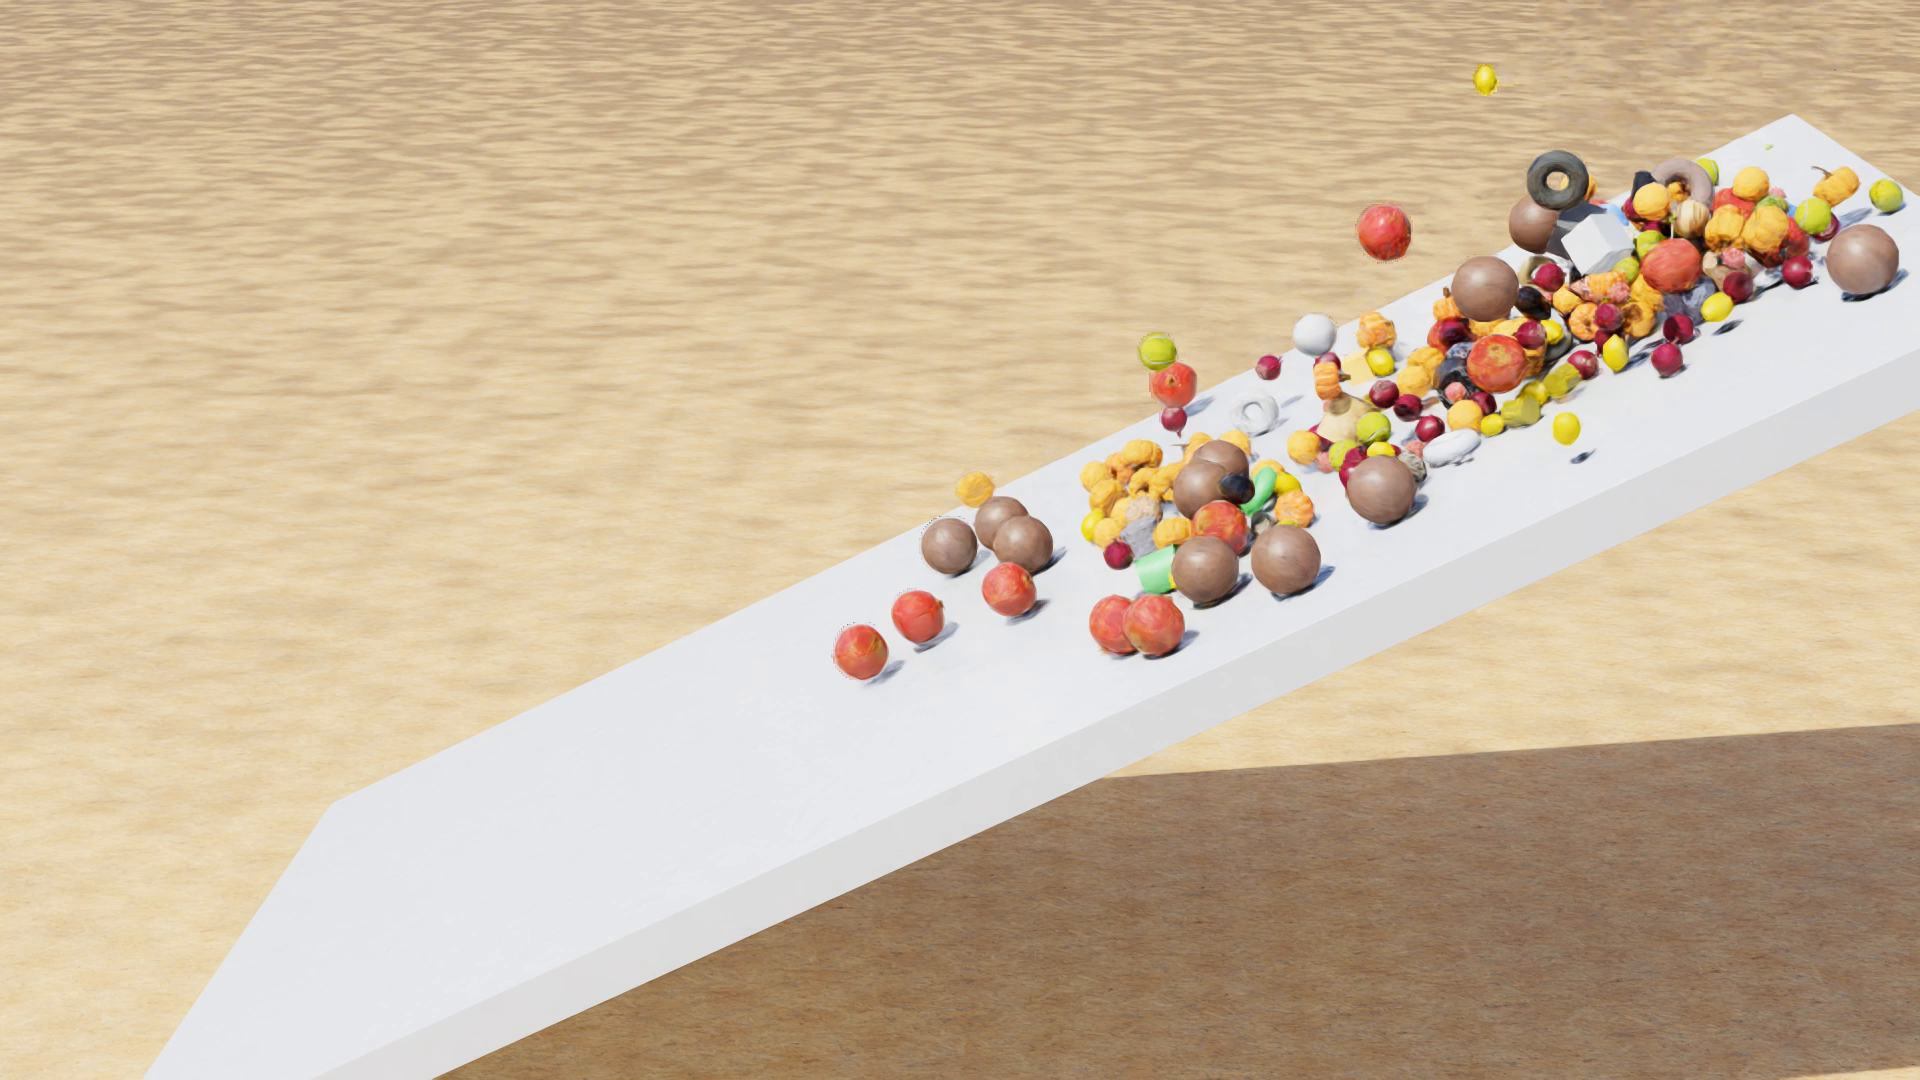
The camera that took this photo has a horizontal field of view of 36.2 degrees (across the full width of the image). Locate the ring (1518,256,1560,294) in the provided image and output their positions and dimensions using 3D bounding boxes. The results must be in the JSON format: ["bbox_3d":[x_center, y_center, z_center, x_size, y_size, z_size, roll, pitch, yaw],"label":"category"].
[{"bbox_3d":[1.236,-0.566,6.278,0.090,0.090,0.030,2,25,7],"label":"ring"}]

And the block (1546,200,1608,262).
[{"bbox_3d":[1.255,-0.630,5.988,0.086,0.086,0.086,22,58,7],"label":"block"}]

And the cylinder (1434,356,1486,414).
[{"bbox_3d":[1.011,-0.314,5.954,0.093,0.093,0.093,0,19,1],"label":"cylinder"}]

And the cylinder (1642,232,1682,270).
[{"bbox_3d":[1.468,-0.604,6.153,0.065,0.065,0.065,14,19,9],"label":"cylinder"}]

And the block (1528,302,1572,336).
[{"bbox_3d":[1.233,-0.458,6.147,0.053,0.053,0.053,-34,14,-9],"label":"block"}]

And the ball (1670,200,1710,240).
[{"bbox_3d":[1.451,-0.636,5.838,0.078,0.078,0.078,0,17,0],"label":"ball"}]

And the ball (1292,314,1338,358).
[{"bbox_3d":[0.752,-0.433,6.228,0.093,0.093,0.093,0,17,0],"label":"ball"}]

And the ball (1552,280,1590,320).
[{"bbox_3d":[1.282,-0.503,6.166,0.080,0.080,0.080,0,17,0],"label":"ball"}]

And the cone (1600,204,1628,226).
[{"bbox_3d":[1.385,-0.667,6.322,0.083,0.083,0.083,8,39,26],"label":"cone"}]

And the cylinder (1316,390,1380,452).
[{"bbox_3d":[0.794,-0.243,6.018,0.098,0.098,0.098,25,8,-4],"label":"cylinder"}]

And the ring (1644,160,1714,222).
[{"bbox_3d":[1.456,-0.705,5.955,0.141,0.141,0.047,2,-15,5],"label":"ring"}]

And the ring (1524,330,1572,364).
[{"bbox_3d":[1.202,-0.394,6.010,0.106,0.035,0.106,-25,19,9],"label":"ring"}]

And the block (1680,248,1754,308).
[{"bbox_3d":[1.492,-0.514,5.792,0.085,0.085,0.085,-34,15,-24],"label":"block"}]

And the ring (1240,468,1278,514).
[{"bbox_3d":[0.607,-0.099,5.983,0.036,0.109,0.109,31,14,-9],"label":"ring"}]

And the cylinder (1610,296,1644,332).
[{"bbox_3d":[1.345,-0.455,5.931,0.053,0.053,0.053,-26,14,7],"label":"cylinder"}]

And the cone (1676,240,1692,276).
[{"bbox_3d":[1.500,-0.589,6.081,0.073,0.073,0.073,-26,14,7],"label":"cone"}]

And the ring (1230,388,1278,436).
[{"bbox_3d":[0.651,-0.283,6.517,0.110,0.110,0.037,4,20,12],"label":"ring"}]

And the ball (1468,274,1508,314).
[{"bbox_3d":[1.170,-0.544,6.517,0.089,0.089,0.089,0,17,0],"label":"ball"}]

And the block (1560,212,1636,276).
[{"bbox_3d":[1.194,-0.554,5.505,0.081,0.081,0.081,-9,-25,-43],"label":"block"}]

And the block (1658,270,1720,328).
[{"bbox_3d":[1.427,-0.471,5.749,0.074,0.074,0.074,-31,30,-12],"label":"block"}]

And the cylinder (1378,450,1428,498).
[{"bbox_3d":[0.848,-0.125,5.627,0.066,0.066,0.066,-39,35,-26],"label":"cylinder"}]

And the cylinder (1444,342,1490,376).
[{"bbox_3d":[1.052,-0.373,6.092,0.075,0.075,0.075,-3,3,-8],"label":"cylinder"}]

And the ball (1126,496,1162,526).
[{"bbox_3d":[0.390,-0.053,6.228,0.079,0.079,0.079,0,17,0],"label":"ball"}]

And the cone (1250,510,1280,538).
[{"bbox_3d":[0.615,-0.033,5.827,0.056,0.056,0.056,-9,18,-34],"label":"cone"}]

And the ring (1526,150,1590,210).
[{"bbox_3d":[1.202,-0.722,5.914,0.125,0.125,0.042,4,24,14],"label":"ring"}]

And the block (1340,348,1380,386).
[{"bbox_3d":[0.889,-0.384,6.536,0.058,0.058,0.058,-21,15,26],"label":"block"}]

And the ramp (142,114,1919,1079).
[{"bbox_3d":[0.139,0.168,6.281,4.000,0.100,2.000,-25,14,10],"label":"ramp"}]

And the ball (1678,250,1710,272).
[{"bbox_3d":[1.488,-0.542,5.910,0.084,0.084,0.084,0,17,0],"label":"ball"}]

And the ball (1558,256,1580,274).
[{"bbox_3d":[1.362,-0.632,6.460,0.095,0.095,0.095,0,17,0],"label":"ball"}]

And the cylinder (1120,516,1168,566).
[{"bbox_3d":[0.380,0.005,6.027,0.081,0.081,0.081,-26,14,7],"label":"cylinder"}]

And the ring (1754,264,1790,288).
[{"bbox_3d":[1.583,-0.515,5.734,0.077,0.026,0.077,-28,3,2],"label":"ring"}]

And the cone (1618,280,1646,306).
[{"bbox_3d":[1.376,-0.508,6.059,0.053,0.053,0.053,-11,10,-32],"label":"cone"}]

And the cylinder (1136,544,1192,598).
[{"bbox_3d":[0.400,0.061,5.783,0.082,0.082,0.082,-23,11,17],"label":"cylinder"}]

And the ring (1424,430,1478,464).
[{"bbox_3d":[0.952,-0.182,5.706,0.114,0.038,0.114,-23,10,4],"label":"ring"}]

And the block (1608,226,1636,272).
[{"bbox_3d":[1.340,-0.596,6.014,0.071,0.071,0.071,7,30,16],"label":"block"}]
